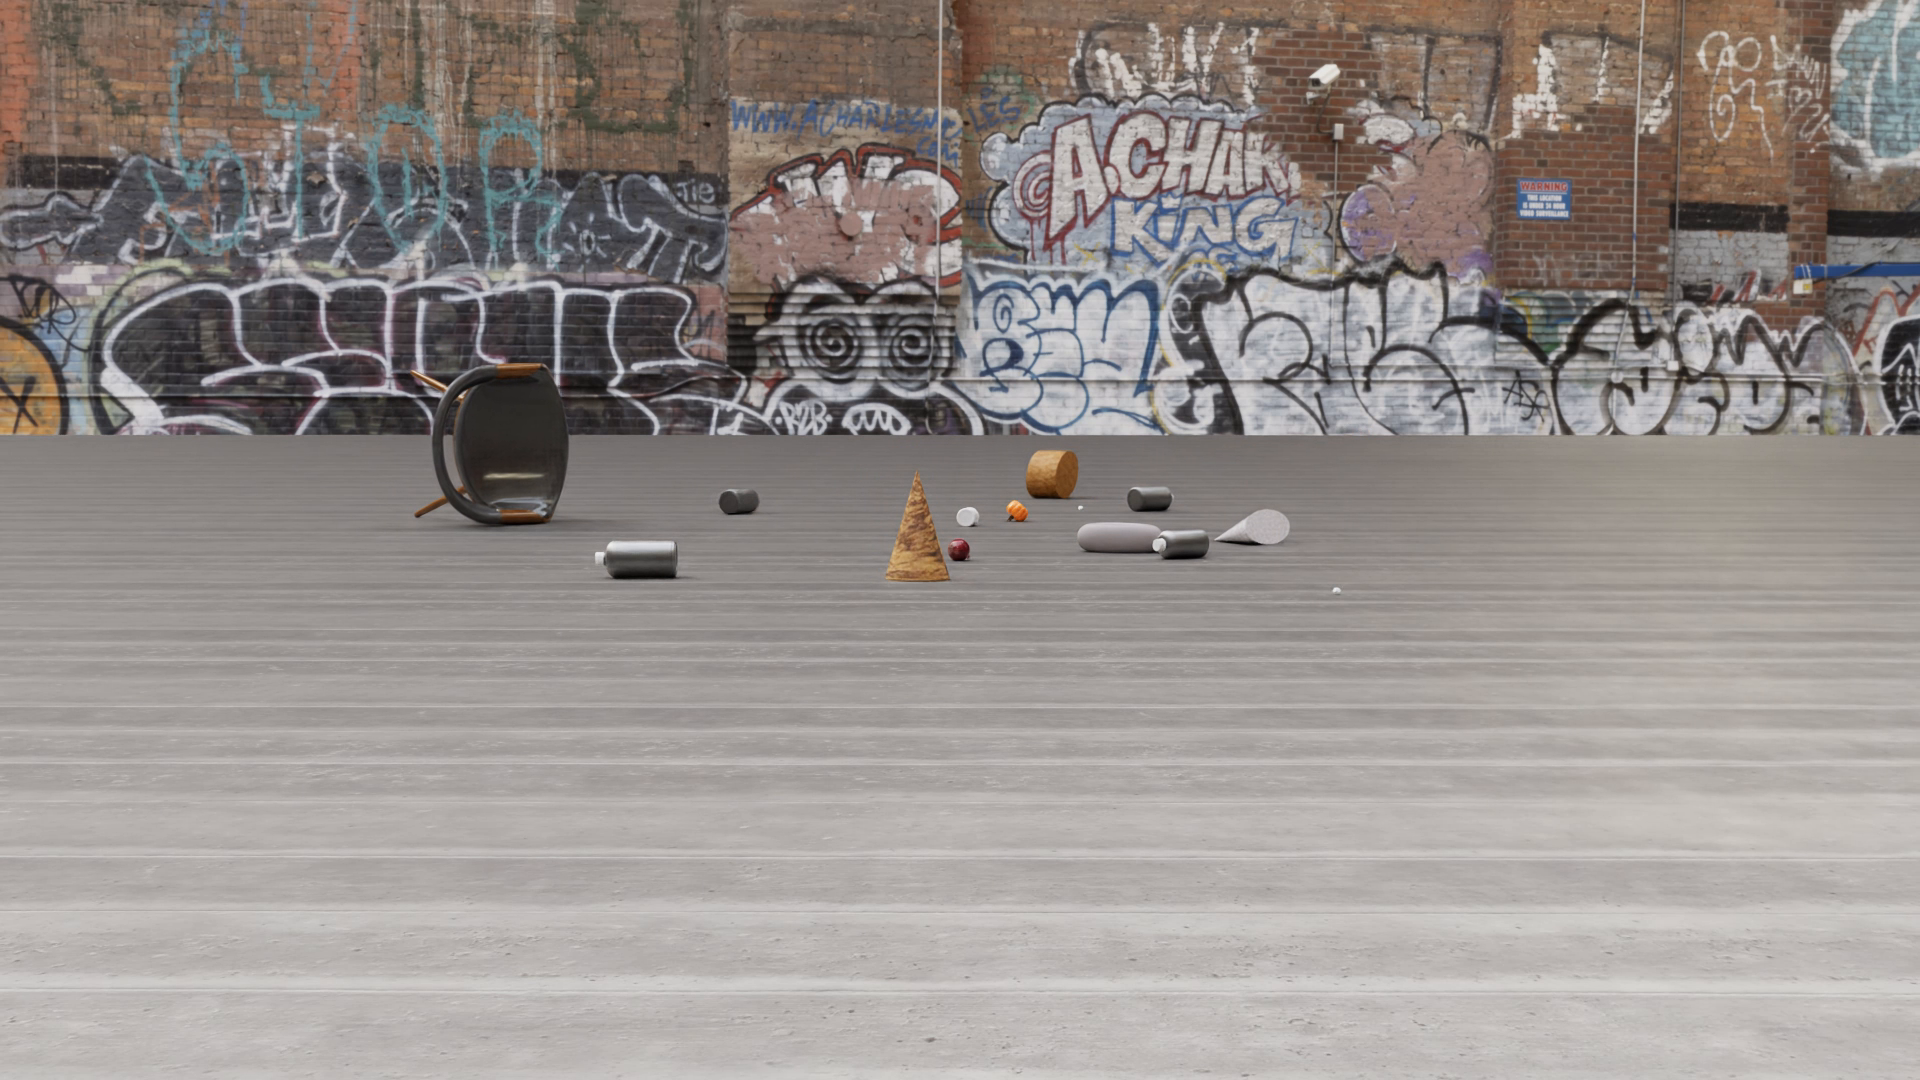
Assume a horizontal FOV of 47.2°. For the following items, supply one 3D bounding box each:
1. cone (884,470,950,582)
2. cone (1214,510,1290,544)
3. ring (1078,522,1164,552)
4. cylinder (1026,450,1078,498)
[{"bbox_3d":[-0.101,-0.037,5.176,0.161,0.261,0.129,2,4,22],"label":"cone"},{"bbox_3d":[0.820,-0.018,6.443,0.197,0.103,0.239,-16,-6,40],"label":"cone"},{"bbox_3d":[0.442,-0.005,6.070,0.241,0.078,0.125,2,6,10],"label":"ring"},{"bbox_3d":[0.381,-0.271,9.068,0.139,0.213,0.169,3,-37,33],"label":"cylinder"}]
